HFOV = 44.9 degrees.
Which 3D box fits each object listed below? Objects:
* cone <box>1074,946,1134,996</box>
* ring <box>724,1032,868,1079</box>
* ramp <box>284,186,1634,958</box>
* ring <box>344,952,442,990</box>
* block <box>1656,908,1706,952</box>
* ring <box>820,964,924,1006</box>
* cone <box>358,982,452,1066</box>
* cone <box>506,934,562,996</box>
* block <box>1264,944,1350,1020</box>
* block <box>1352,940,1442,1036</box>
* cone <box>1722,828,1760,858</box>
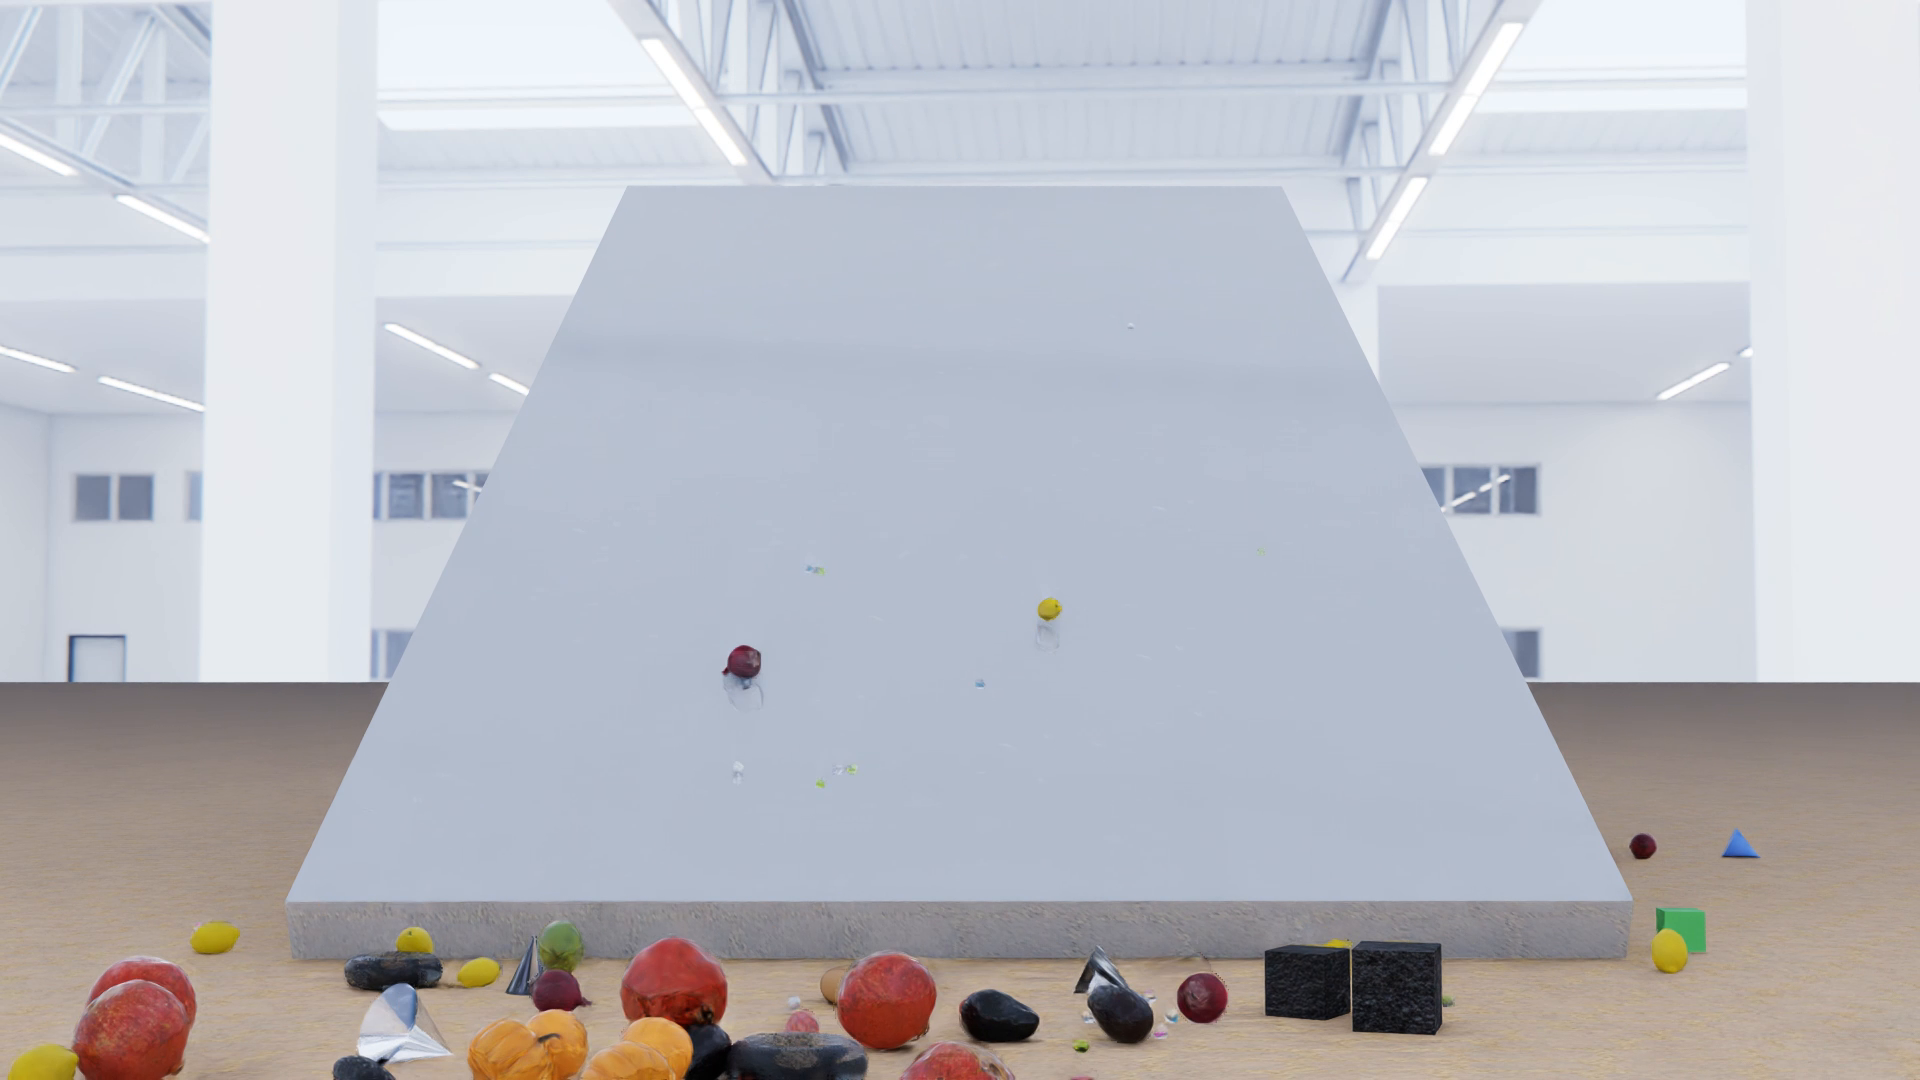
[{"bbox_3d":[0.201,0.588,3.087,0.072,0.072,0.072,27,3,13],"label":"cone"},{"bbox_3d":[-0.169,0.539,2.390,0.147,0.049,0.147,1,-3,0],"label":"ring"},{"bbox_3d":[-0.008,-0.228,5.295,2.000,0.100,4.000,0,24,0],"label":"ramp"},{"bbox_3d":[-0.772,0.587,3.167,0.131,0.044,0.131,1,-4,0],"label":"ring"},{"bbox_3d":[1.117,0.603,3.602,0.061,0.061,0.061,0,-3,4],"label":"block"},{"bbox_3d":[-0.115,0.578,3.018,0.134,0.045,0.134,0,-5,0],"label":"ring"},{"bbox_3d":[-0.596,0.552,2.570,0.095,0.095,0.095,-3,-31,43],"label":"cone"},{"bbox_3d":[-0.570,0.567,3.116,0.076,0.076,0.076,0,-3,0],"label":"cone"},{"bbox_3d":[0.435,0.553,2.910,0.080,0.080,0.080,-2,-4,33],"label":"block"},{"bbox_3d":[0.527,0.539,2.801,0.097,0.097,0.097,-1,-3,17],"label":"block"},{"bbox_3d":[1.829,0.722,5.416,0.077,0.077,0.077,27,3,14],"label":"cone"}]
